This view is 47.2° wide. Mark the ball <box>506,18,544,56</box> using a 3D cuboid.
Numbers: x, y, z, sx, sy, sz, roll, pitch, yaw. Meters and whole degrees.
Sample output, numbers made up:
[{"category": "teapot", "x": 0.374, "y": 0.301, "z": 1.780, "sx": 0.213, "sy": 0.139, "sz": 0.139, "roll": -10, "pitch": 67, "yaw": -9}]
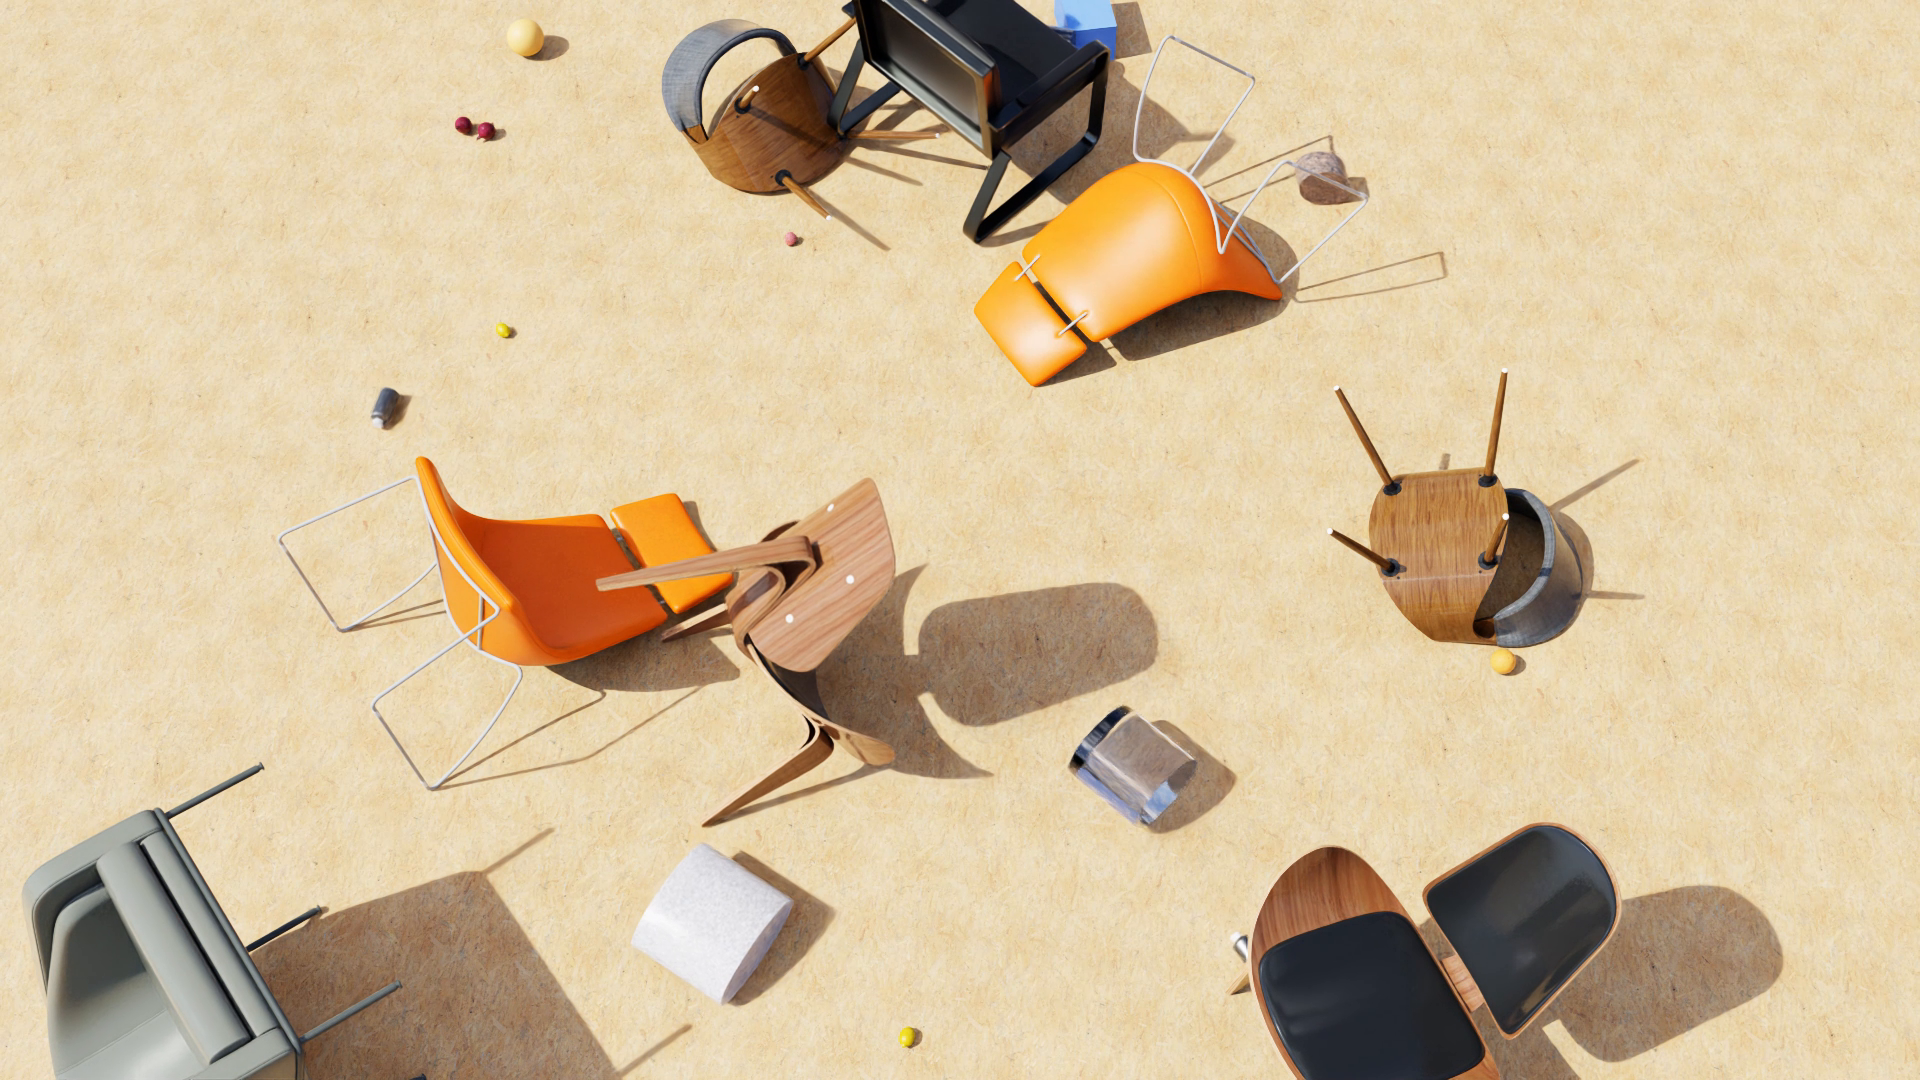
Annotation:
[{"category": "ball", "x": -1.516, "y": -1.753, "z": 7.673, "sx": 0.129, "sy": 0.129, "sz": 0.129, "roll": 0, "pitch": 56, "yaw": 0}]

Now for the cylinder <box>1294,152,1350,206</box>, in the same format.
[{"category": "cylinder", "x": 1.199, "y": -1.197, "z": 7.281, "sx": 0.186, "sy": 0.148, "sz": 0.094, "roll": 17, "pitch": 50, "yaw": -30}]

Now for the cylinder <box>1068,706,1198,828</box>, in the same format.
[{"category": "cylinder", "x": 0.473, "y": 0.620, "z": 6.033, "sx": 0.247, "sy": 0.206, "sz": 0.258, "roll": 39, "pitch": 58, "yaw": 23}]

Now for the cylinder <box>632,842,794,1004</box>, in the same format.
[{"category": "cylinder", "x": -0.652, "y": 1.008, "z": 5.802, "sx": 0.296, "sy": 0.146, "sz": 0.329, "roll": 30, "pitch": 73, "yaw": 18}]

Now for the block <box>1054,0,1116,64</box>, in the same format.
[{"category": "block", "x": 0.438, "y": -1.823, "z": 7.702, "sx": 0.166, "sy": 0.158, "sz": 0.265, "roll": -7, "pitch": 56, "yaw": -5}]
